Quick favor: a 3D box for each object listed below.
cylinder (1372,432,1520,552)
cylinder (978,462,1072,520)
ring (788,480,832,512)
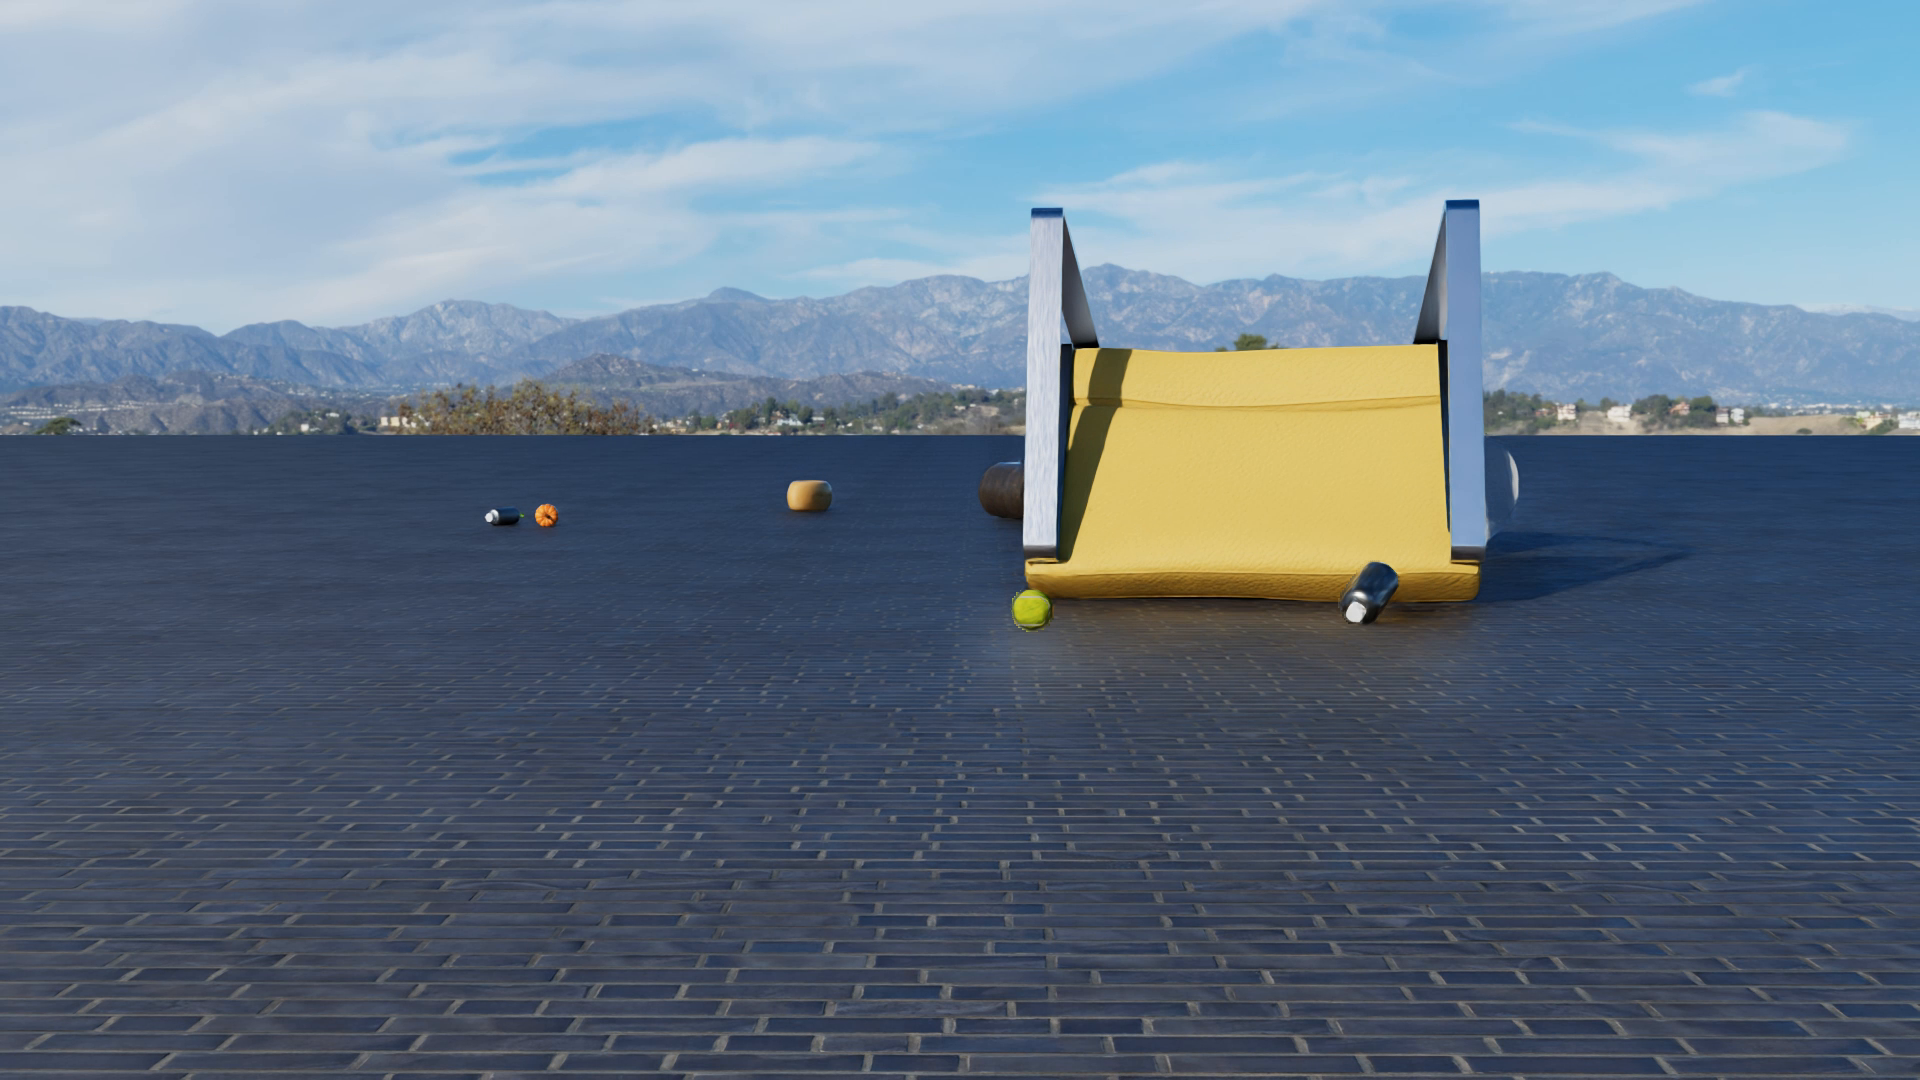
[{"bbox_3d":[1.369,-0.140,6.216,0.346,0.301,0.292,-45,8,-3],"label":"cylinder"},{"bbox_3d":[0.224,-0.169,7.604,0.219,0.192,0.244,-12,10,-35],"label":"cylinder"},{"bbox_3d":[-0.557,-0.164,8.152,0.122,0.109,0.233,5,4,31],"label":"ring"}]
